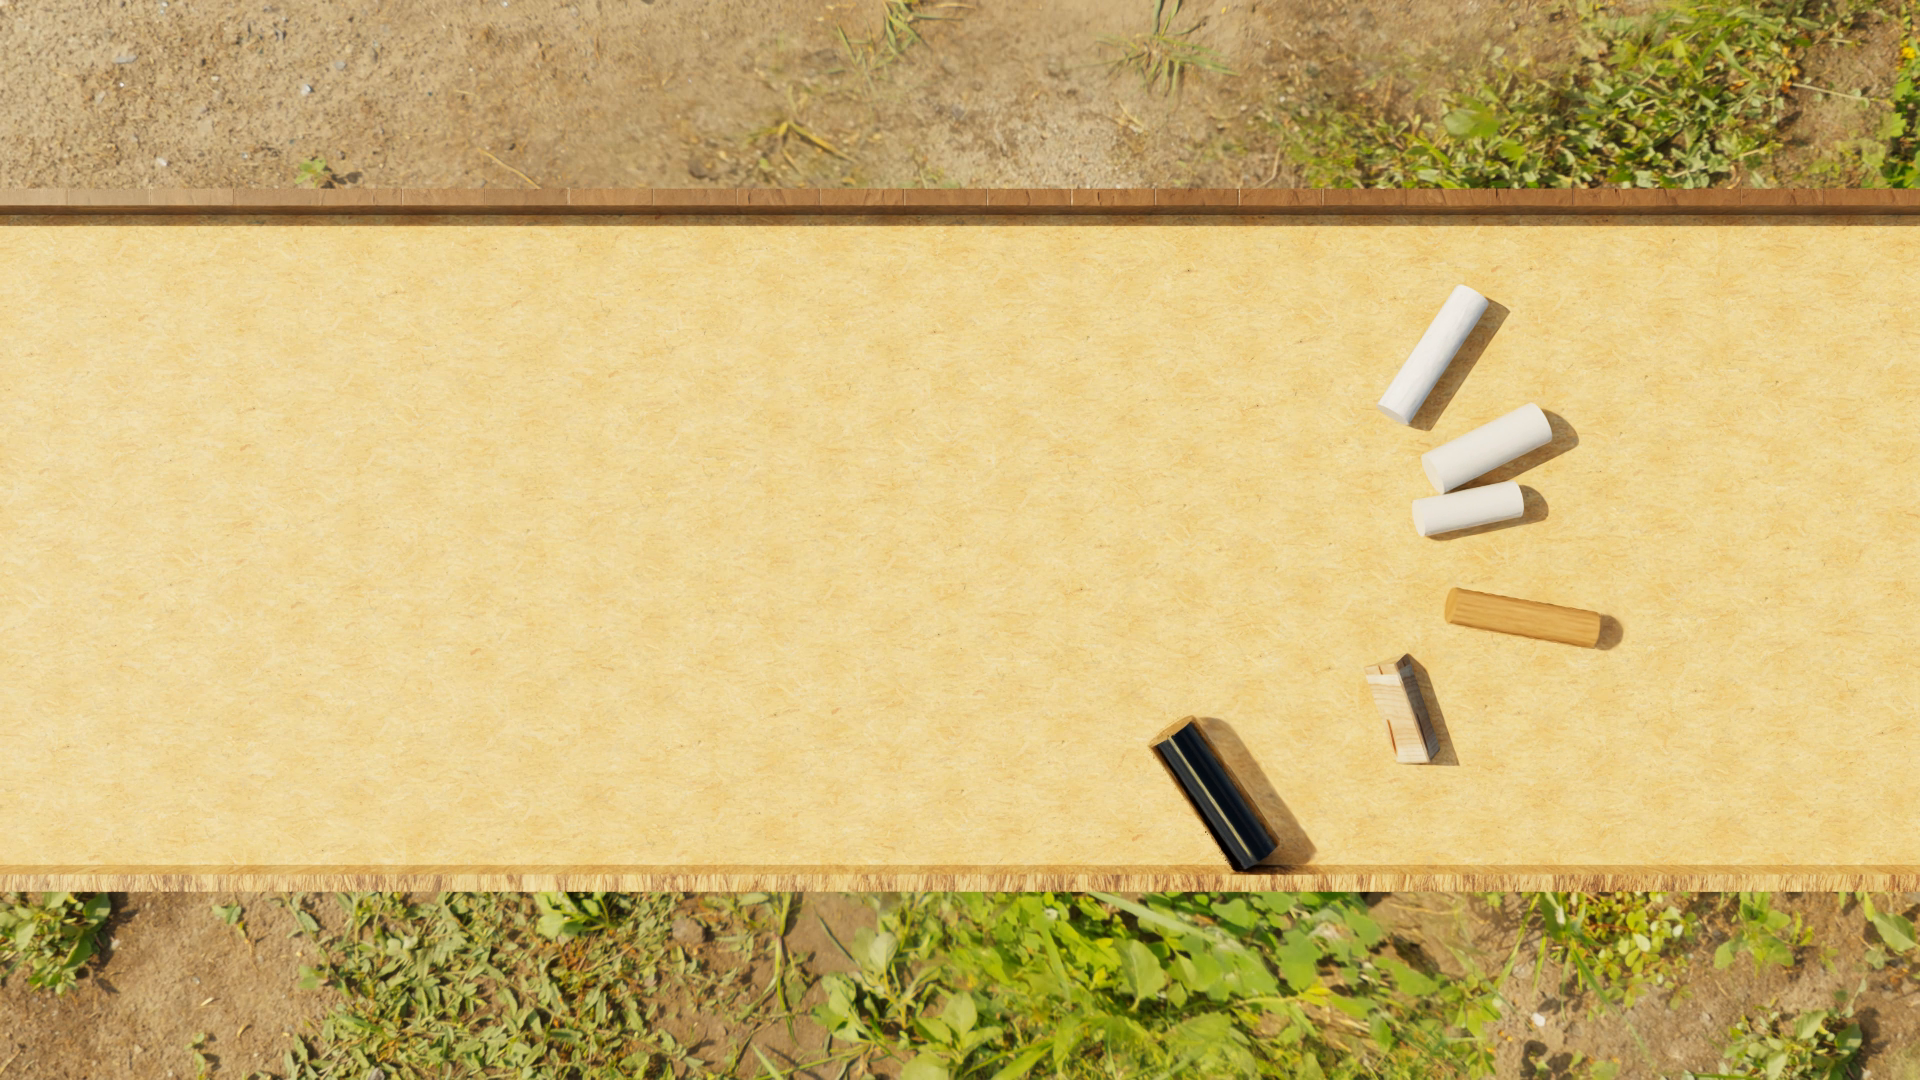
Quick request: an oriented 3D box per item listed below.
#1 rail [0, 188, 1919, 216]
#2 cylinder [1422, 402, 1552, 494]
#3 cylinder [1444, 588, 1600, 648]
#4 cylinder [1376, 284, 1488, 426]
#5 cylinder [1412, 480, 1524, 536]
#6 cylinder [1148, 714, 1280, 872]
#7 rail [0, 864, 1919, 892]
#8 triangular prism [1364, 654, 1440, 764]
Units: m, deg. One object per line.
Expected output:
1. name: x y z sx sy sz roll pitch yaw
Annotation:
1. rail: -2.247 -1.025 5.002 12.000 0.150 0.050 0 90 0
2. cylinder: 1.598 -0.279 5.009 0.362 0.135 0.135 -26 90 0
3. cylinder: 1.710 0.235 5.021 0.438 0.111 0.111 10 90 0
4. cylinder: 1.438 -0.563 5.020 0.114 0.114 0.438 34 90 0
5. cylinder: 1.544 -0.096 5.019 0.303 0.115 0.115 -11 90 0
6. cylinder: 0.769 0.765 4.992 0.169 0.169 0.455 -35 90 0
7. rail: -2.247 1.025 5.001 12.000 0.150 0.050 0 90 0
8. triangular prism: 1.357 0.518 5.013 0.140 0.121 0.314 -19 90 0
